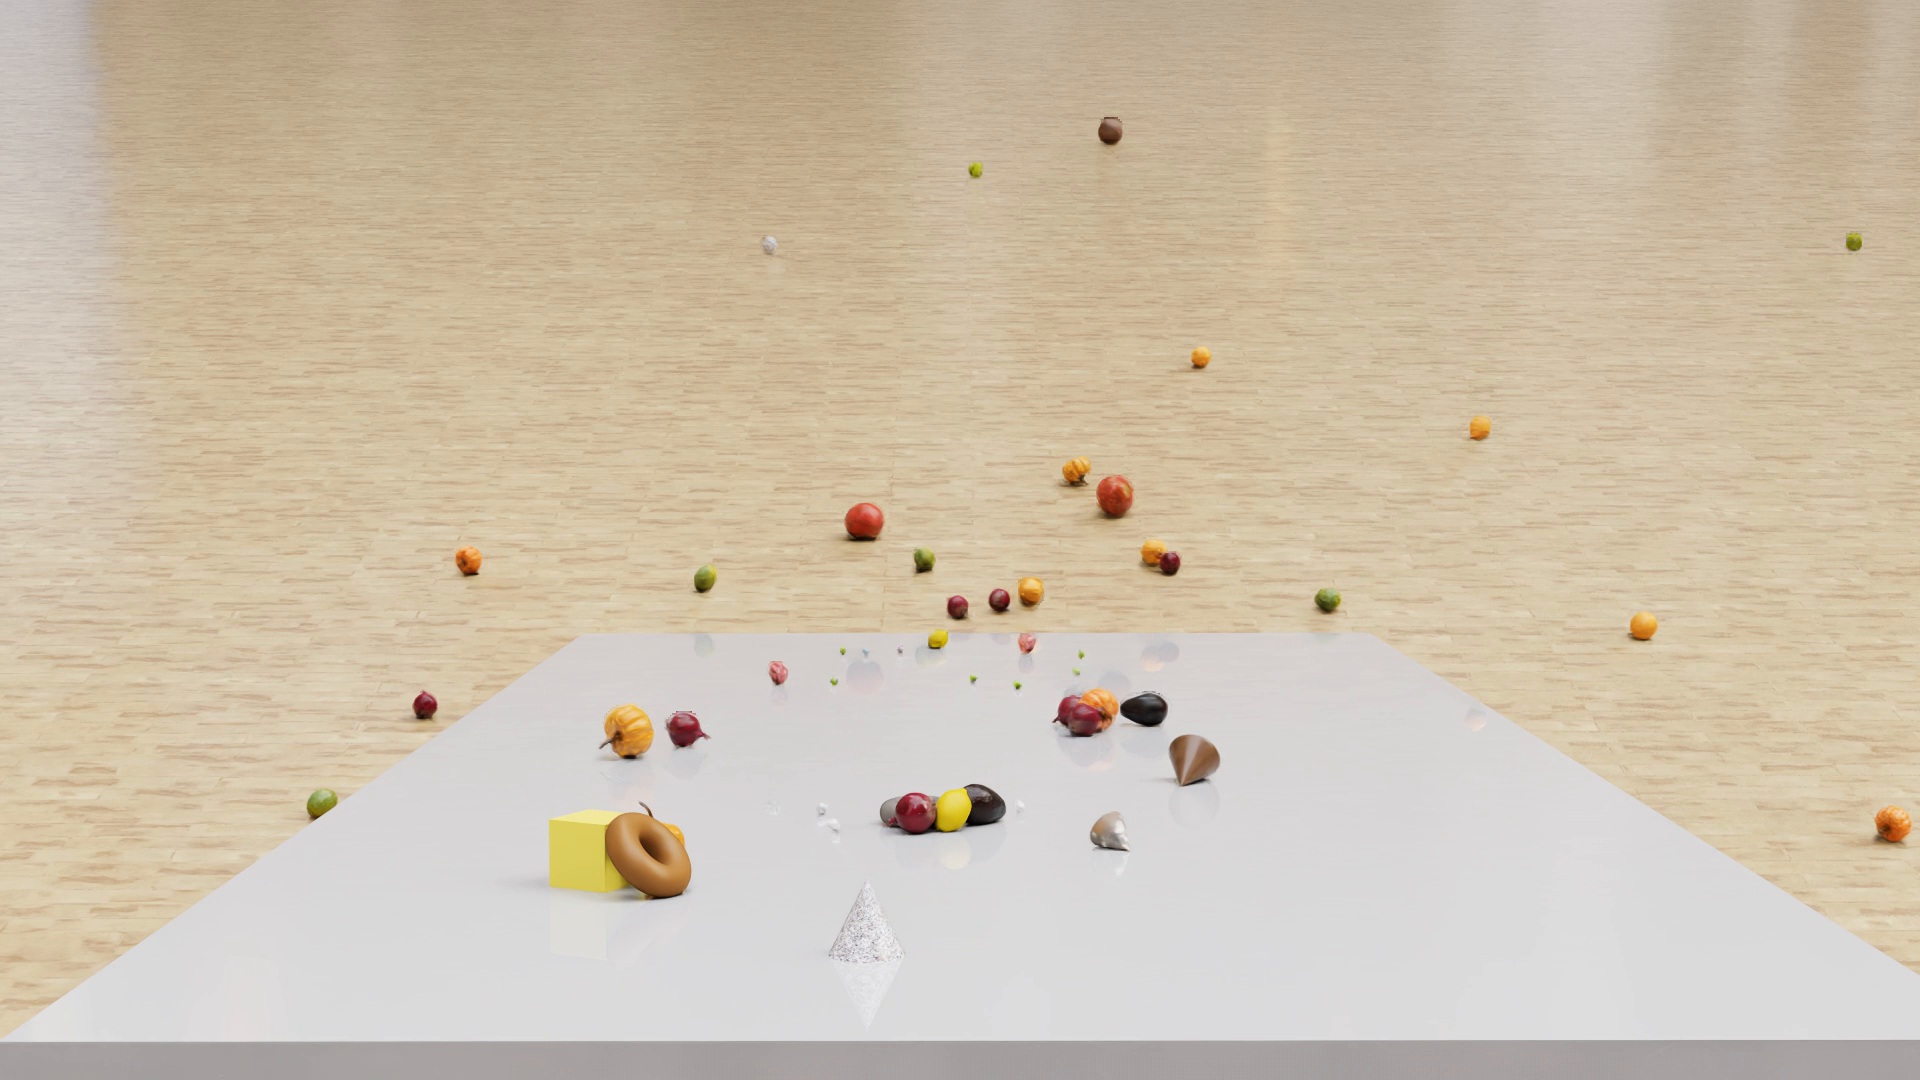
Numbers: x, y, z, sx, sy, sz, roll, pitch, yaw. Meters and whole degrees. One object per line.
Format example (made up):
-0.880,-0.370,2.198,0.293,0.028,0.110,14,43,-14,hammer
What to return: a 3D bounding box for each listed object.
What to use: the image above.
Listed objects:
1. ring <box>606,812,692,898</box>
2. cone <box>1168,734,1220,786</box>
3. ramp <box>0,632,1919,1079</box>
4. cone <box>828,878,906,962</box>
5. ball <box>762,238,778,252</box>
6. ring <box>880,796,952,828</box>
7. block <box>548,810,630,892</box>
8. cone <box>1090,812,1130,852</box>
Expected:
-0.395,0.400,3.257,0.128,0.043,0.128,39,20,-17,ring
0.366,0.372,4.127,0.086,0.086,0.086,7,32,18,cone
0.046,0.416,4.535,2.000,0.100,4.000,0,4,0,ramp
-0.105,0.426,2.912,0.088,0.088,0.088,0,4,0,cone
-0.807,-1.251,10.884,0.066,0.066,0.066,0,20,0,ball
-0.064,0.398,3.761,0.107,0.036,0.107,-1,4,0,ring
-0.469,0.401,3.316,0.087,0.087,0.087,2,4,28,block
0.220,0.416,3.557,0.057,0.057,0.057,-12,36,-30,cone
